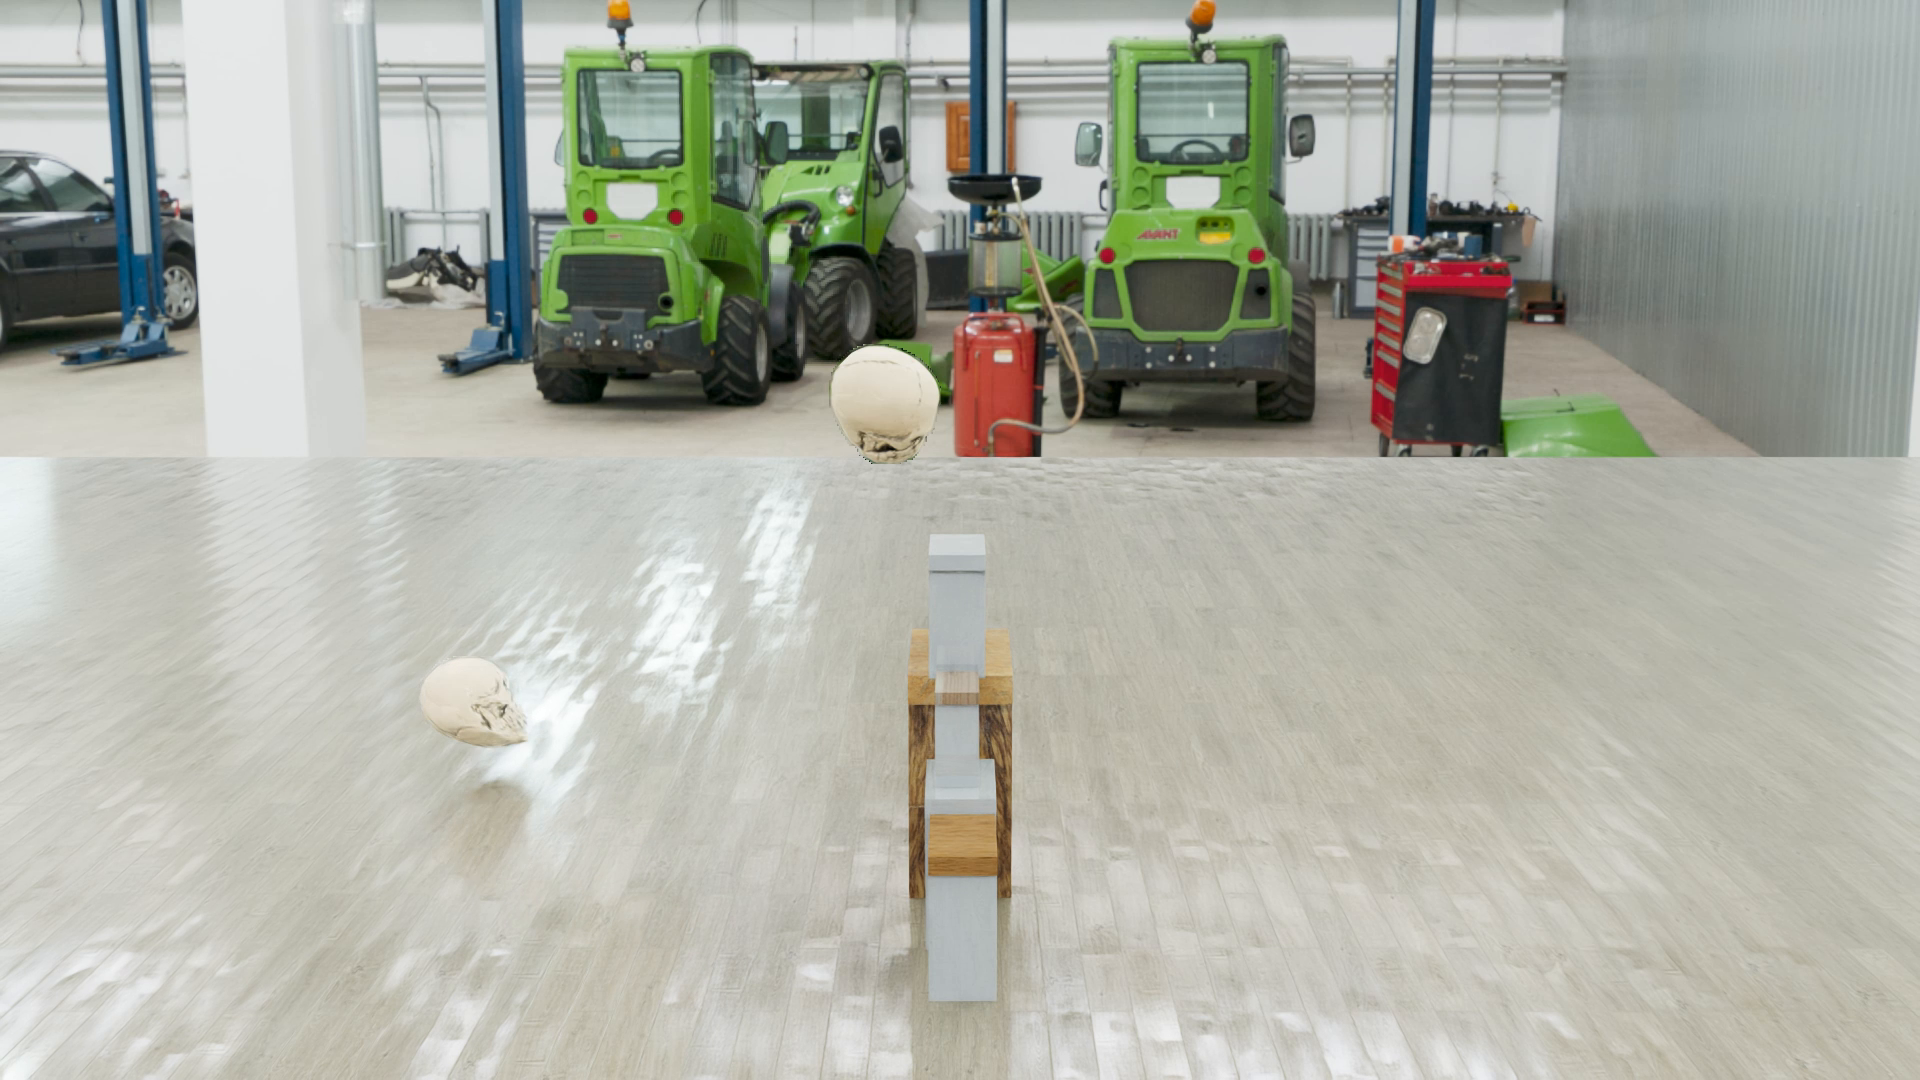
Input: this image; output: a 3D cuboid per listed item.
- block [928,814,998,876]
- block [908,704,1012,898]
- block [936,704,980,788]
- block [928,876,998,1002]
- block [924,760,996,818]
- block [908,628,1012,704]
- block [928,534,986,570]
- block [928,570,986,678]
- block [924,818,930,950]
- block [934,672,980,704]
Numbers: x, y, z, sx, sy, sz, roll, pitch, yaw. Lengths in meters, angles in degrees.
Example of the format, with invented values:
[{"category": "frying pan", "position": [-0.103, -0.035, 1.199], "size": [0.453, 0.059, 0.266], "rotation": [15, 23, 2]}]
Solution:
[{"category": "block", "position": [0.004, 0.450, 3.255], "size": [0.099, 0.028, 0.199], "rotation": [0, 11, 0]}, {"category": "block", "position": [0.000, 0.423, 3.641], "size": [0.170, 0.339, 0.048], "rotation": [0, 11, 0]}, {"category": "block", "position": [-0.004, 0.315, 3.408], "size": [0.068, 0.136, 0.019], "rotation": [0, 11, 0]}, {"category": "block", "position": [0.004, 0.574, 3.211], "size": [0.099, 0.199, 0.028], "rotation": [0, 11, 0]}, {"category": "block", "position": [0.001, 0.390, 3.461], "size": [0.109, 0.031, 0.219], "rotation": [0, 11, 0]}, {"category": "block", "position": [0.001, 0.212, 3.717], "size": [0.170, 0.048, 0.339], "rotation": [0, 11, 0]}, {"category": "block", "position": [-0.004, 0.019, 3.564], "size": [0.090, 0.025, 0.180], "rotation": [0, 11, 0]}, {"category": "block", "position": [-0.004, 0.131, 3.524], "size": [0.090, 0.180, 0.025], "rotation": [0, 11, 0]}, {"category": "block", "position": [0.001, 0.526, 3.412], "size": [0.109, 0.219, 0.031], "rotation": [0, 11, 0]}, {"category": "block", "position": [-0.004, 0.231, 3.438], "size": [0.068, 0.019, 0.136], "rotation": [0, 11, 0]}]
